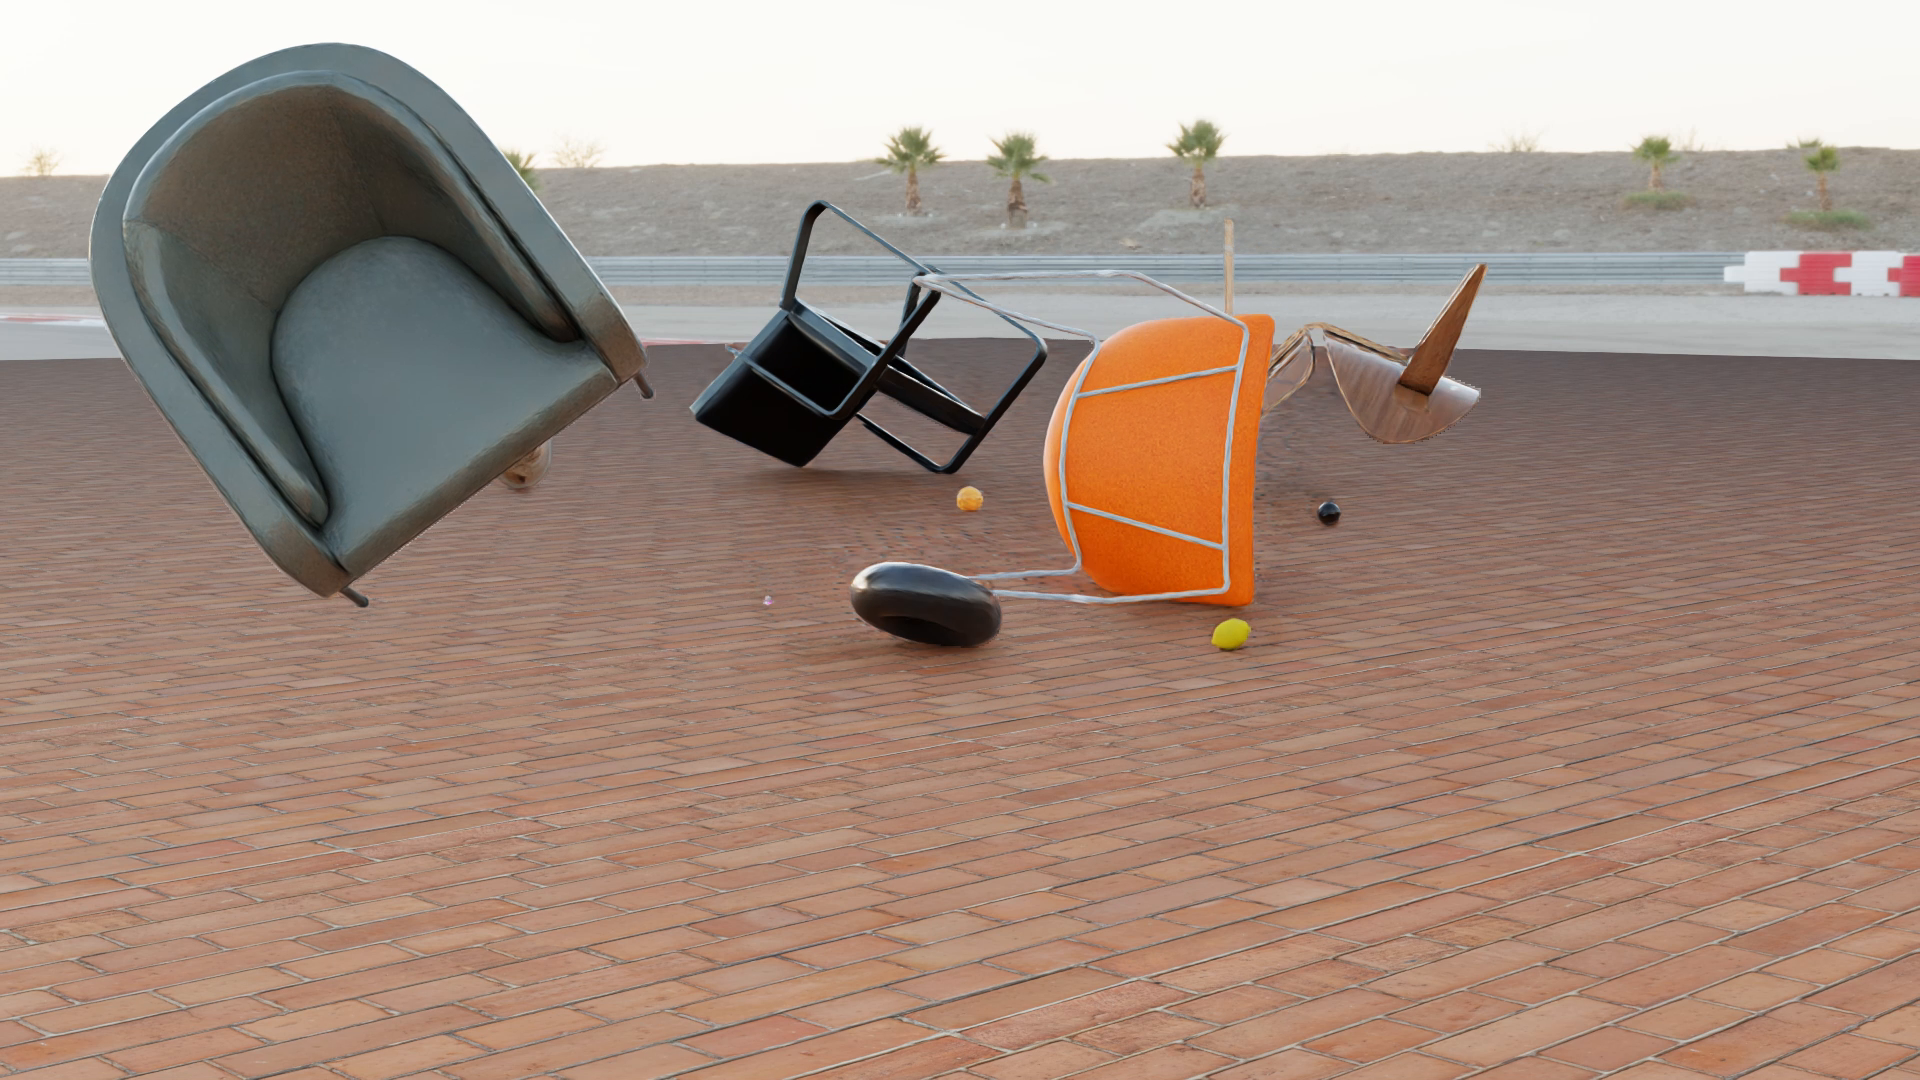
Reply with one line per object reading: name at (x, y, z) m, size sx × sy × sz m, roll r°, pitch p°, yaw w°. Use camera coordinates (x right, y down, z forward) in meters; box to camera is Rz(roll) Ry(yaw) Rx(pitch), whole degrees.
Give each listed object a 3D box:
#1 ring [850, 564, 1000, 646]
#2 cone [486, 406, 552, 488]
ring at (-0.060, 0.115, 4.497) m, size 0.268 × 0.091 × 0.306 m, roll 9°, pitch -14°, yaw 12°
cone at (-1.322, -0.281, 7.841) m, size 0.208 × 0.254 × 0.229 m, roll -5°, pitch 4°, yaw -22°
